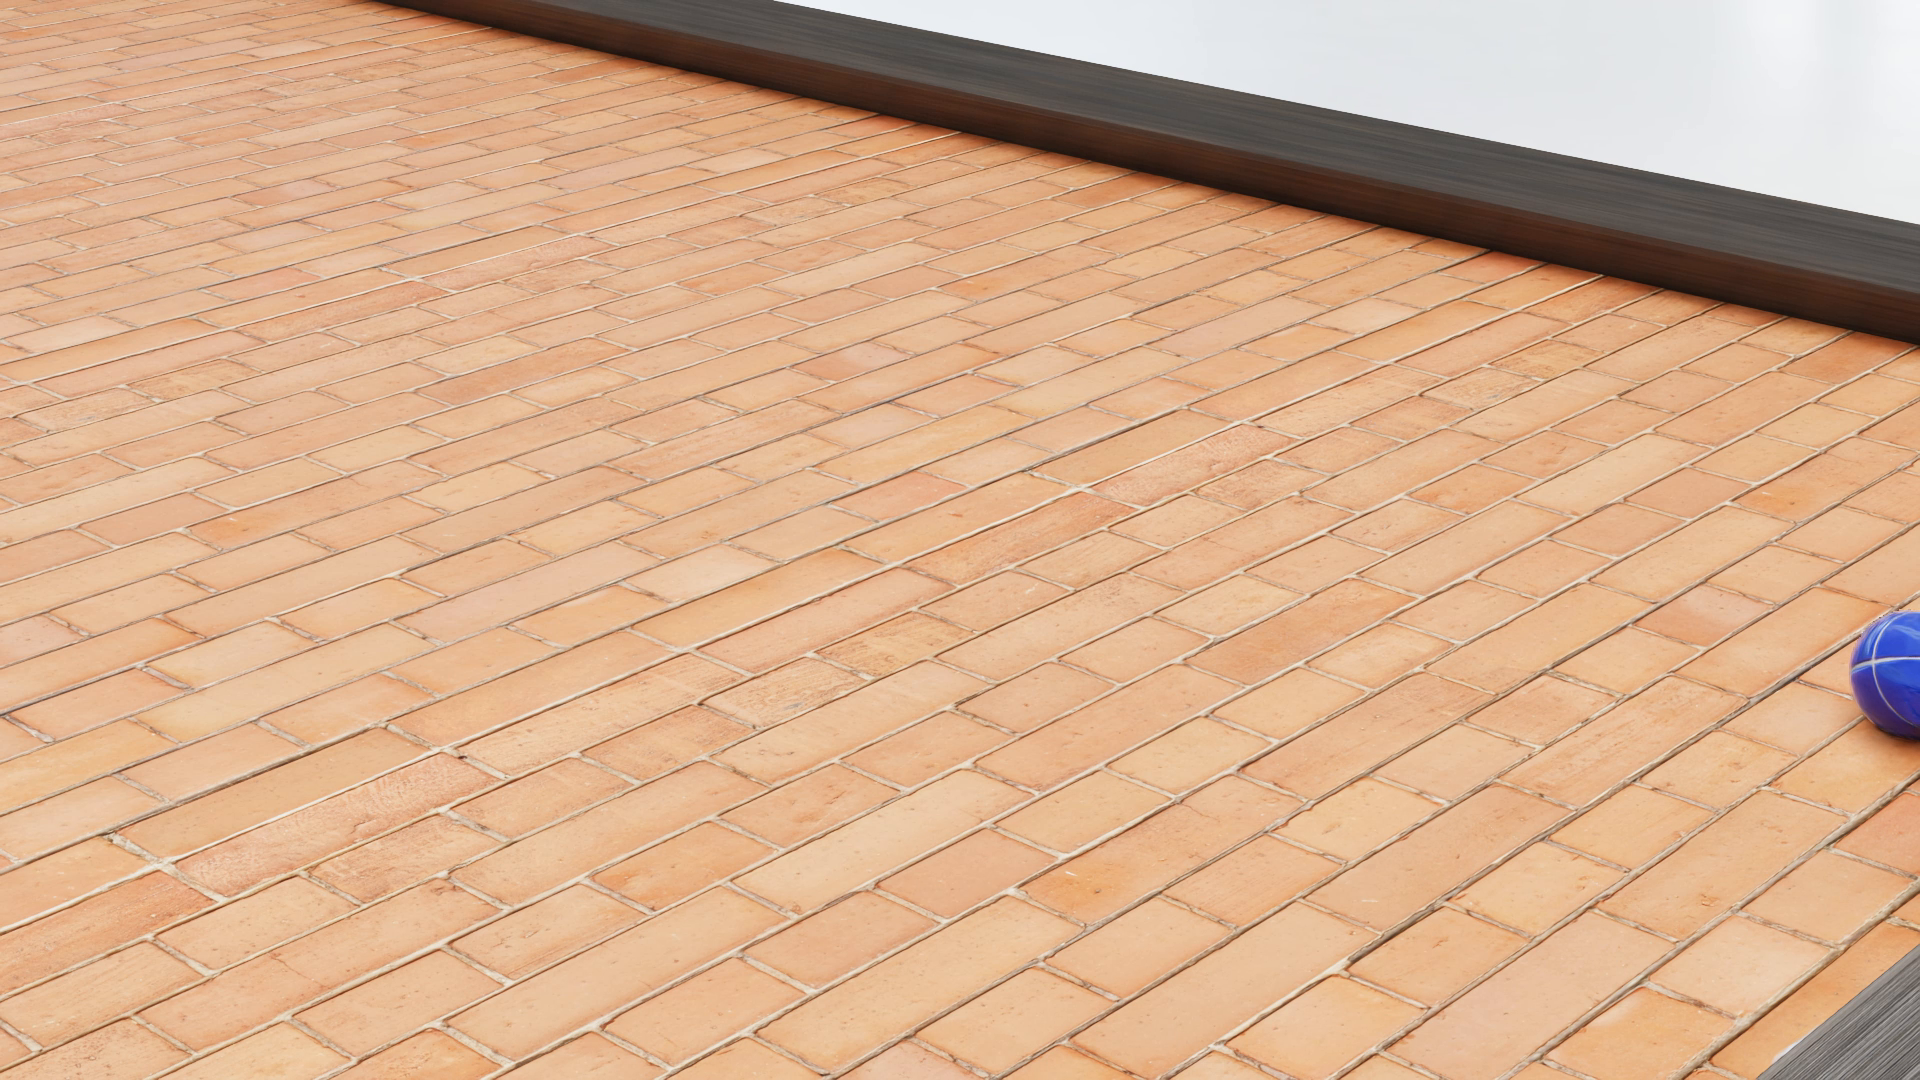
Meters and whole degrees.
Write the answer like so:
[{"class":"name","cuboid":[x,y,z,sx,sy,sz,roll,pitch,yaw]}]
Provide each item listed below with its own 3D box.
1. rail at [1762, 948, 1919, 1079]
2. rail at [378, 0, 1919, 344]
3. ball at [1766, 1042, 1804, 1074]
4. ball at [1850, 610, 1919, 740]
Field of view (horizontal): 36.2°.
[{"class":"rail","cuboid":[0.732,0.210,1.934,0.045,0.129,2.299,19,29,39]},{"class":"rail","cuboid":[0.009,-0.605,3.957,4.055,0.129,0.045,19,29,39]},{"class":"ball","cuboid":[0.507,0.325,1.757,0.050,0.050,0.050,0,22,0]},{"class":"ball","cuboid":[0.730,0.103,2.242,0.099,0.099,0.099,0,22,0]}]
